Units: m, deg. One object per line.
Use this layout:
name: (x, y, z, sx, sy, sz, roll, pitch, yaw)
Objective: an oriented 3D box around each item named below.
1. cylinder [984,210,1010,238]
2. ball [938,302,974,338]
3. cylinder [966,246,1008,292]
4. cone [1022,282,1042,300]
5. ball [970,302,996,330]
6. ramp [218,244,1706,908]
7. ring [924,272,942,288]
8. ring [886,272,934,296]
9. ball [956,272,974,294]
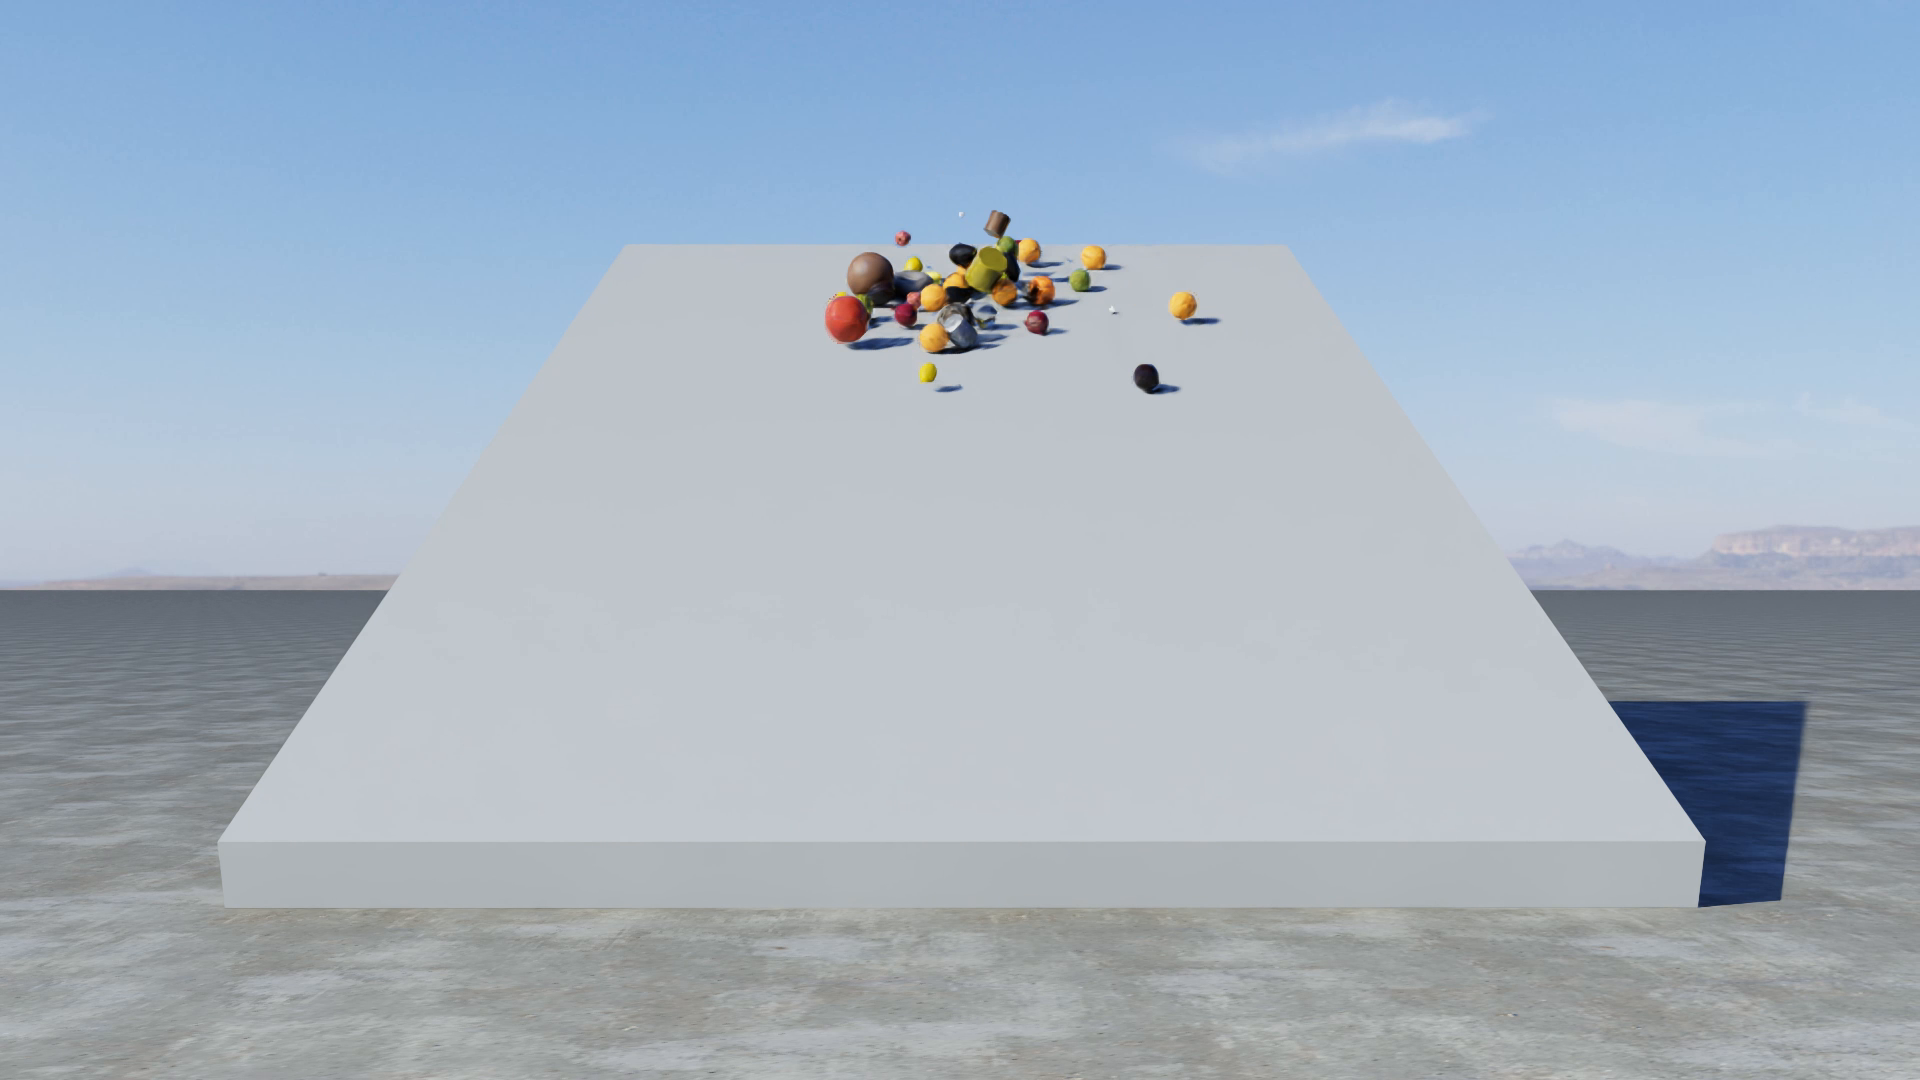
cylinder: (0.102, -0.868, 6.196, 0.057, 0.057, 0.057, 24, -6, 3)
ball: (-0.010, -0.548, 5.644, 0.095, 0.095, 0.095, 0, -1, 0)
cylinder: (0.070, -0.714, 5.944, 0.085, 0.085, 0.085, 1, -35, -31)
cone: (0.184, -0.666, 6.105, 0.057, 0.057, 0.057, 0, -14, -17)
ball: (0.059, -0.575, 5.771, 0.072, 0.072, 0.072, 0, -1, 0)
ramp: (-0.004, -0.197, 4.933, 2.000, 0.100, 4.000, 0, 19, 0)
ring: (-0.098, -0.723, 6.257, 0.098, 0.033, 0.098, -3, 19, 1)
ring: (-0.138, -0.701, 6.161, 0.133, 0.044, 0.133, -2, 26, 1)
ball: (0.019, -0.702, 6.158, 0.058, 0.058, 0.058, 0, -1, 0)
